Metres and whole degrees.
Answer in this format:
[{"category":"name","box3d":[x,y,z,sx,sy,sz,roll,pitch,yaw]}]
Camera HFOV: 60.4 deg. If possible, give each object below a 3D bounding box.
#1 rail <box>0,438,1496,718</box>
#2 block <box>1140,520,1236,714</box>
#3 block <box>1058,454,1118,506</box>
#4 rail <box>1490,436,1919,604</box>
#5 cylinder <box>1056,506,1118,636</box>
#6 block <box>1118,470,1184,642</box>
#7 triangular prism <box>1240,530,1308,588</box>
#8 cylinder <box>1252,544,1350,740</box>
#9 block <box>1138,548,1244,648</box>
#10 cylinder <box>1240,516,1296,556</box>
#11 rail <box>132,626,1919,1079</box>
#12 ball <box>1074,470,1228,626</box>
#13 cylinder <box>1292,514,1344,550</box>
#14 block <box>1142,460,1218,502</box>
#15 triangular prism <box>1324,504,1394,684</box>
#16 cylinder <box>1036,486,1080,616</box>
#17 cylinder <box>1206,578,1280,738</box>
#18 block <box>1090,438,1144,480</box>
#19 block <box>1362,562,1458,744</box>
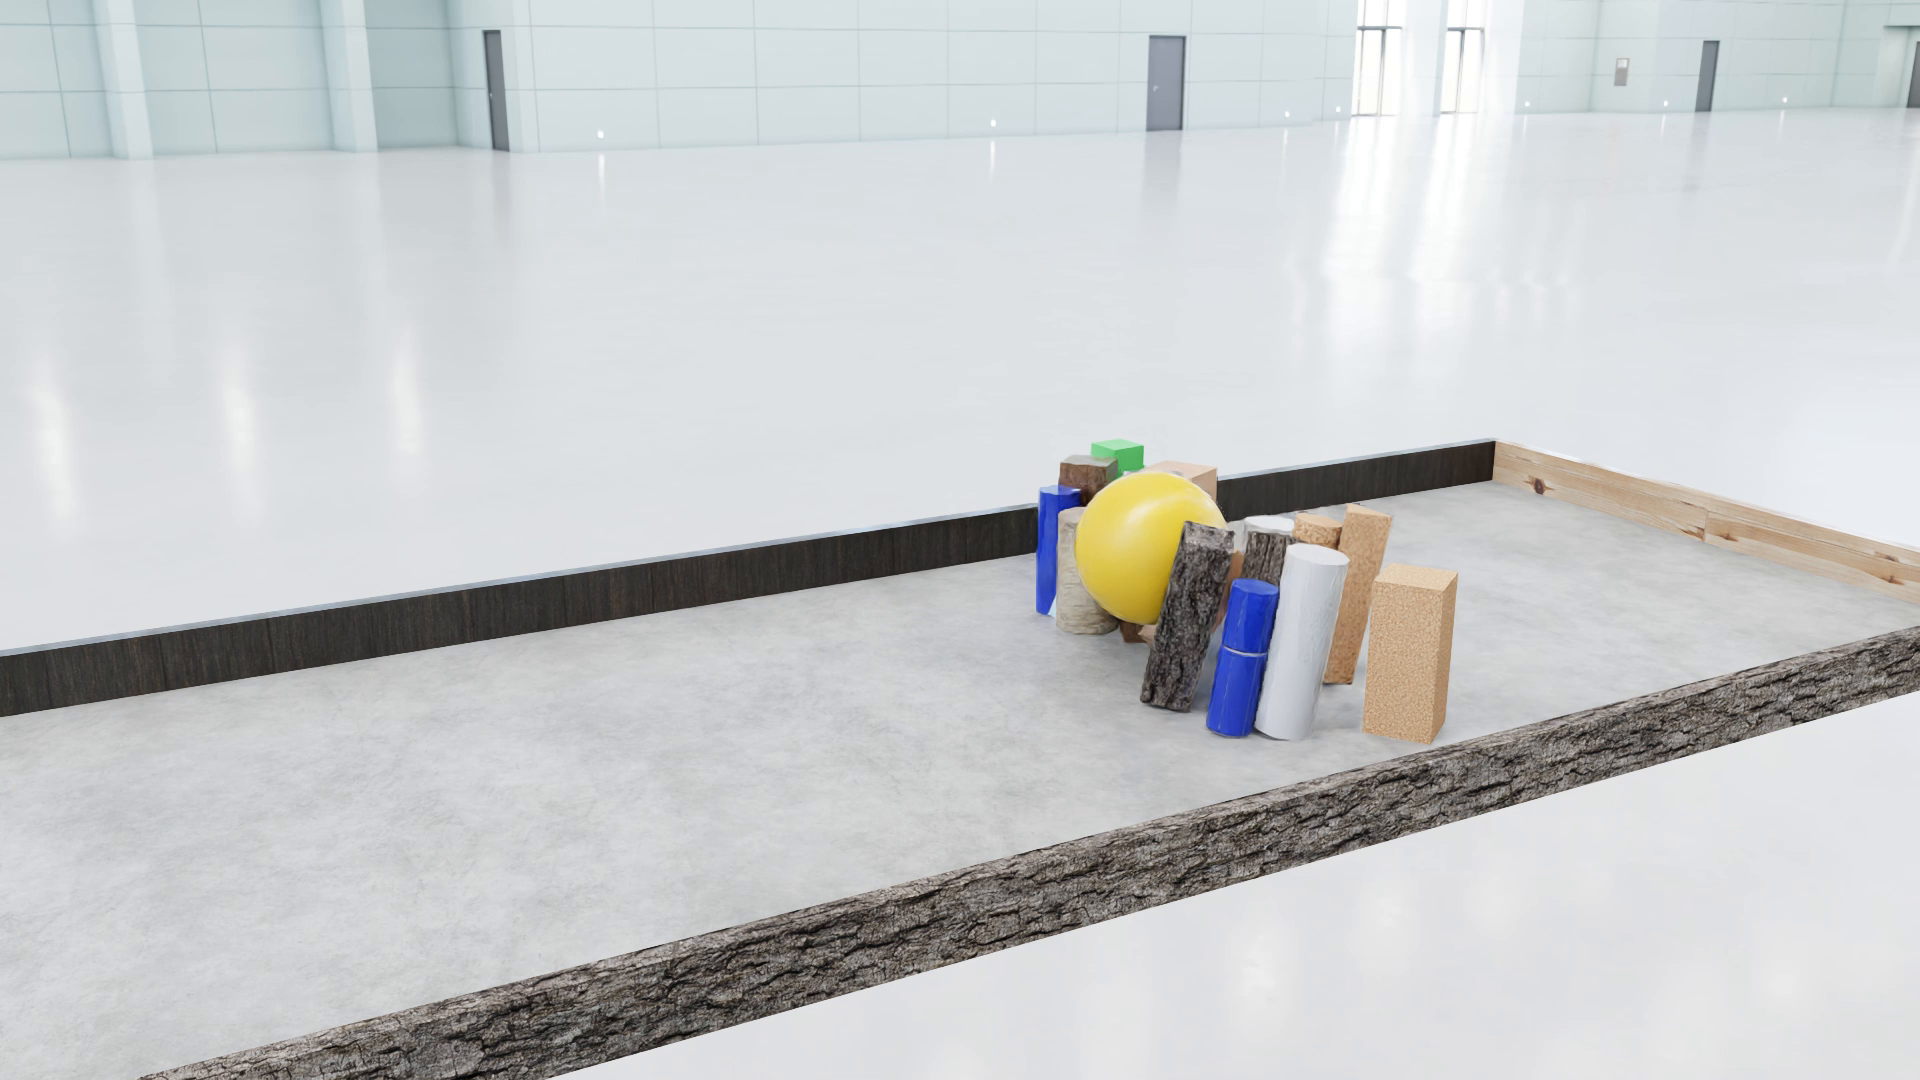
[{"category":"rail","box3d":[-3.305,0.497,3.399,12.000,0.150,0.050,-9,18,-27]},{"category":"block","box3d":[0.538,0.184,3.910,0.121,0.434,0.121,14,26,5]},{"category":"block","box3d":[0.362,-0.028,4.720,0.135,0.406,0.135,5,15,18]},{"category":"rail","box3d":[2.466,-0.048,5.253,0.050,0.150,2.100,-9,18,-27]},{"category":"cylinder","box3d":[0.351,0.084,4.510,0.173,0.315,0.173,0,16,0]},{"category":"block","box3d":[0.514,0.043,4.415,0.155,0.432,0.155,0,16,0]},{"category":"triangular prism","box3d":[0.760,0.172,4.066,0.142,0.373,0.123,11,6,19]},{"category":"cylinder","box3d":[0.777,0.234,3.773,0.140,0.429,0.140,7,18,-2]},{"category":"block","box3d":[0.617,0.164,4.272,0.318,0.107,0.107,-51,35,-11]},{"category":"cylinder","box3d":[0.818,0.111,4.379,0.165,0.321,0.165,5,13,-1]},{"category":"rail","box3d":[-2.336,1.006,1.665,12.000,0.150,0.050,-9,18,-27]},{"category":"ball","box3d":[0.480,0.021,4.124,0.388,0.388,0.388,0,16,0]},{"category":"cylinder","box3d":[0.854,0.141,4.117,0.117,0.397,0.117,9,15,-3]},{"category":"block","box3d":[0.597,0.006,4.585,0.162,0.416,0.162,11,20,35]},{"category":"triangular prism","box3d":[0.947,0.132,4.110,0.125,0.434,0.108,6,14,-17]},{"category":"cylinder","box3d":[0.274,0.030,4.627,0.117,0.348,0.117,1,14,0]},{"category":"cylinder","box3d":[0.647,0.271,3.790,0.107,0.351,0.107,7,17,-2]},{"category":"block","box3d":[0.457,-0.073,4.844,0.108,0.428,0.108,-11,20,-33]},{"category":"block","box3d":[1.040,0.260,3.813,0.156,0.370,0.156,8,18,27]}]
